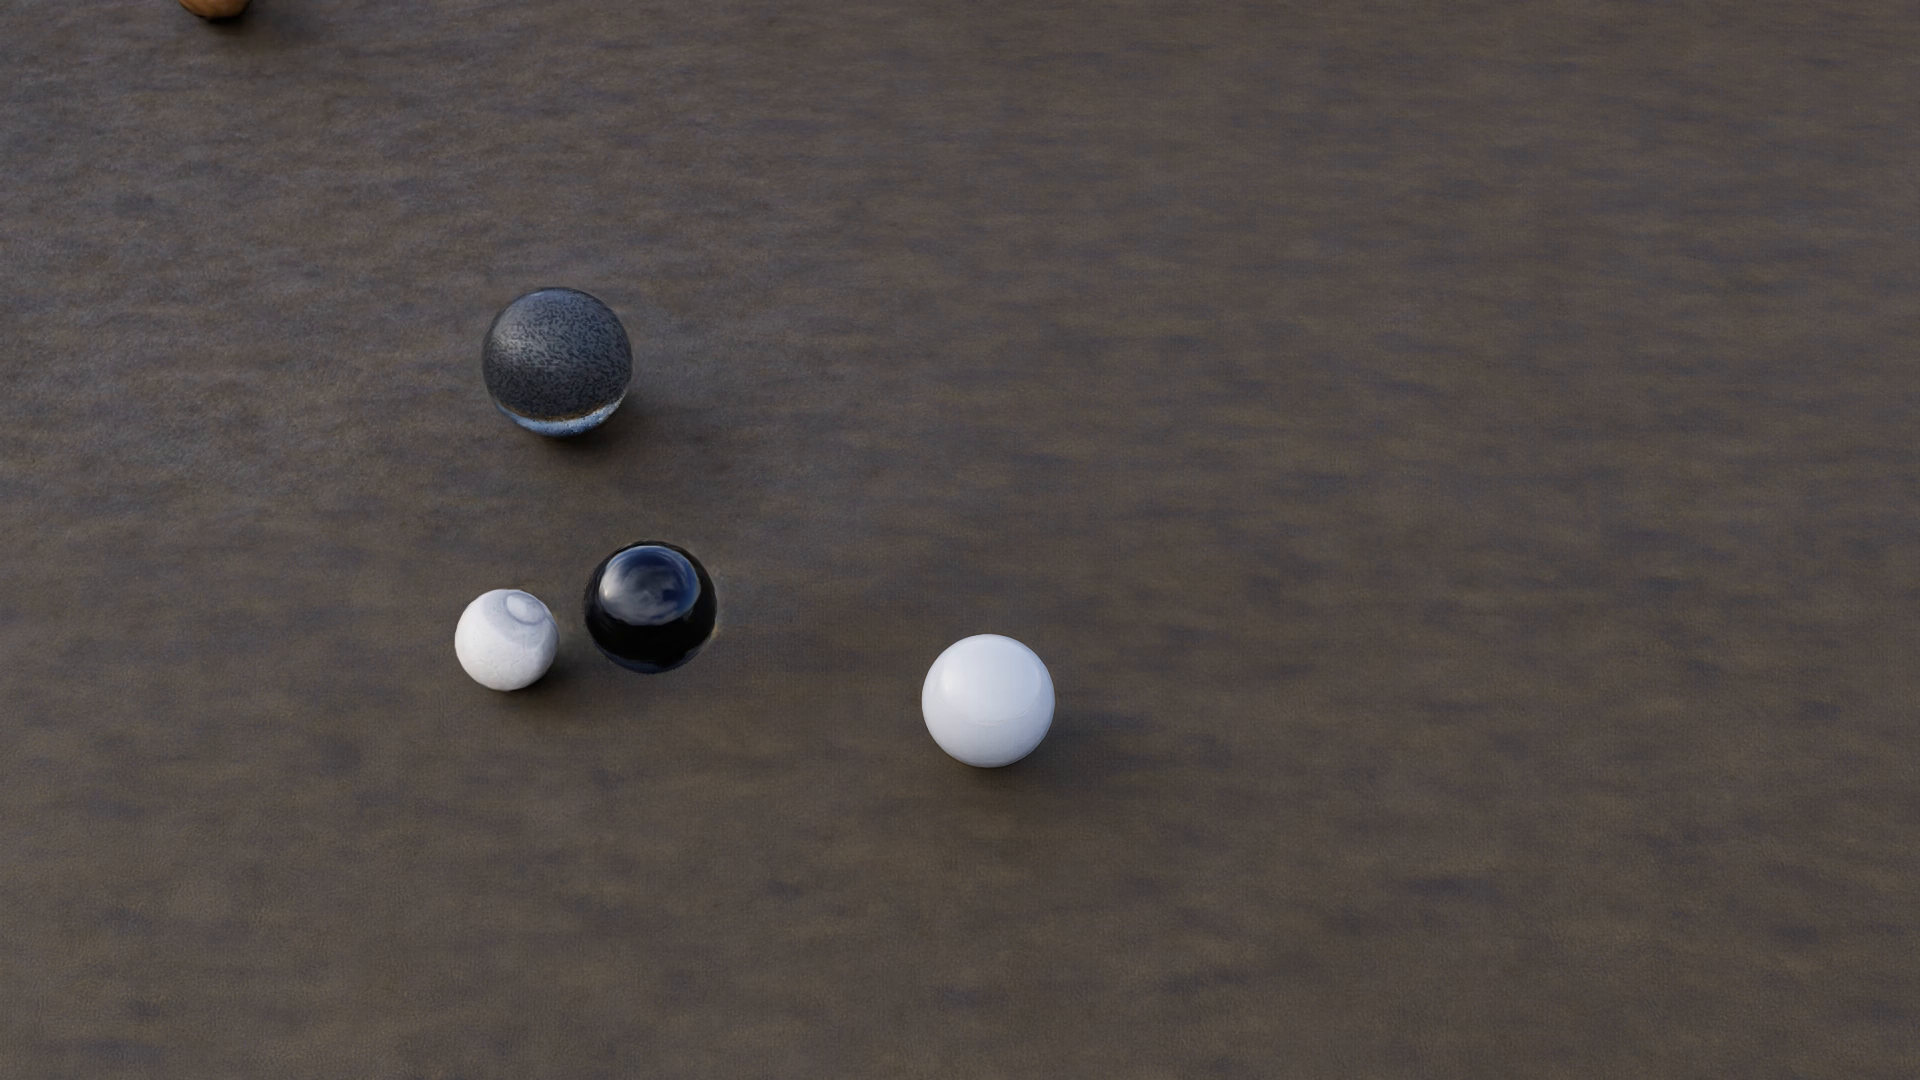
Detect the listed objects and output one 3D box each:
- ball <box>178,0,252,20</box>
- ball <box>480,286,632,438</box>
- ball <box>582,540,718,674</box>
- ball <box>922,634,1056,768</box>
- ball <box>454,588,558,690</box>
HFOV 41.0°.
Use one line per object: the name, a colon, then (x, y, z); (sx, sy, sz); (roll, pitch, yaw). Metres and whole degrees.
ball: (-0.640, -0.482, 2.201); (0.072, 0.072, 0.072); (0, 37, 0)
ball: (-0.265, -0.117, 1.686); (0.099, 0.099, 0.099); (0, 37, 0)
ball: (-0.180, 0.039, 1.494); (0.078, 0.078, 0.078); (0, 37, 0)
ball: (0.016, 0.090, 1.428); (0.075, 0.075, 0.075); (0, 37, 0)
ball: (-0.262, 0.058, 1.484); (0.059, 0.059, 0.059); (0, 37, 0)
